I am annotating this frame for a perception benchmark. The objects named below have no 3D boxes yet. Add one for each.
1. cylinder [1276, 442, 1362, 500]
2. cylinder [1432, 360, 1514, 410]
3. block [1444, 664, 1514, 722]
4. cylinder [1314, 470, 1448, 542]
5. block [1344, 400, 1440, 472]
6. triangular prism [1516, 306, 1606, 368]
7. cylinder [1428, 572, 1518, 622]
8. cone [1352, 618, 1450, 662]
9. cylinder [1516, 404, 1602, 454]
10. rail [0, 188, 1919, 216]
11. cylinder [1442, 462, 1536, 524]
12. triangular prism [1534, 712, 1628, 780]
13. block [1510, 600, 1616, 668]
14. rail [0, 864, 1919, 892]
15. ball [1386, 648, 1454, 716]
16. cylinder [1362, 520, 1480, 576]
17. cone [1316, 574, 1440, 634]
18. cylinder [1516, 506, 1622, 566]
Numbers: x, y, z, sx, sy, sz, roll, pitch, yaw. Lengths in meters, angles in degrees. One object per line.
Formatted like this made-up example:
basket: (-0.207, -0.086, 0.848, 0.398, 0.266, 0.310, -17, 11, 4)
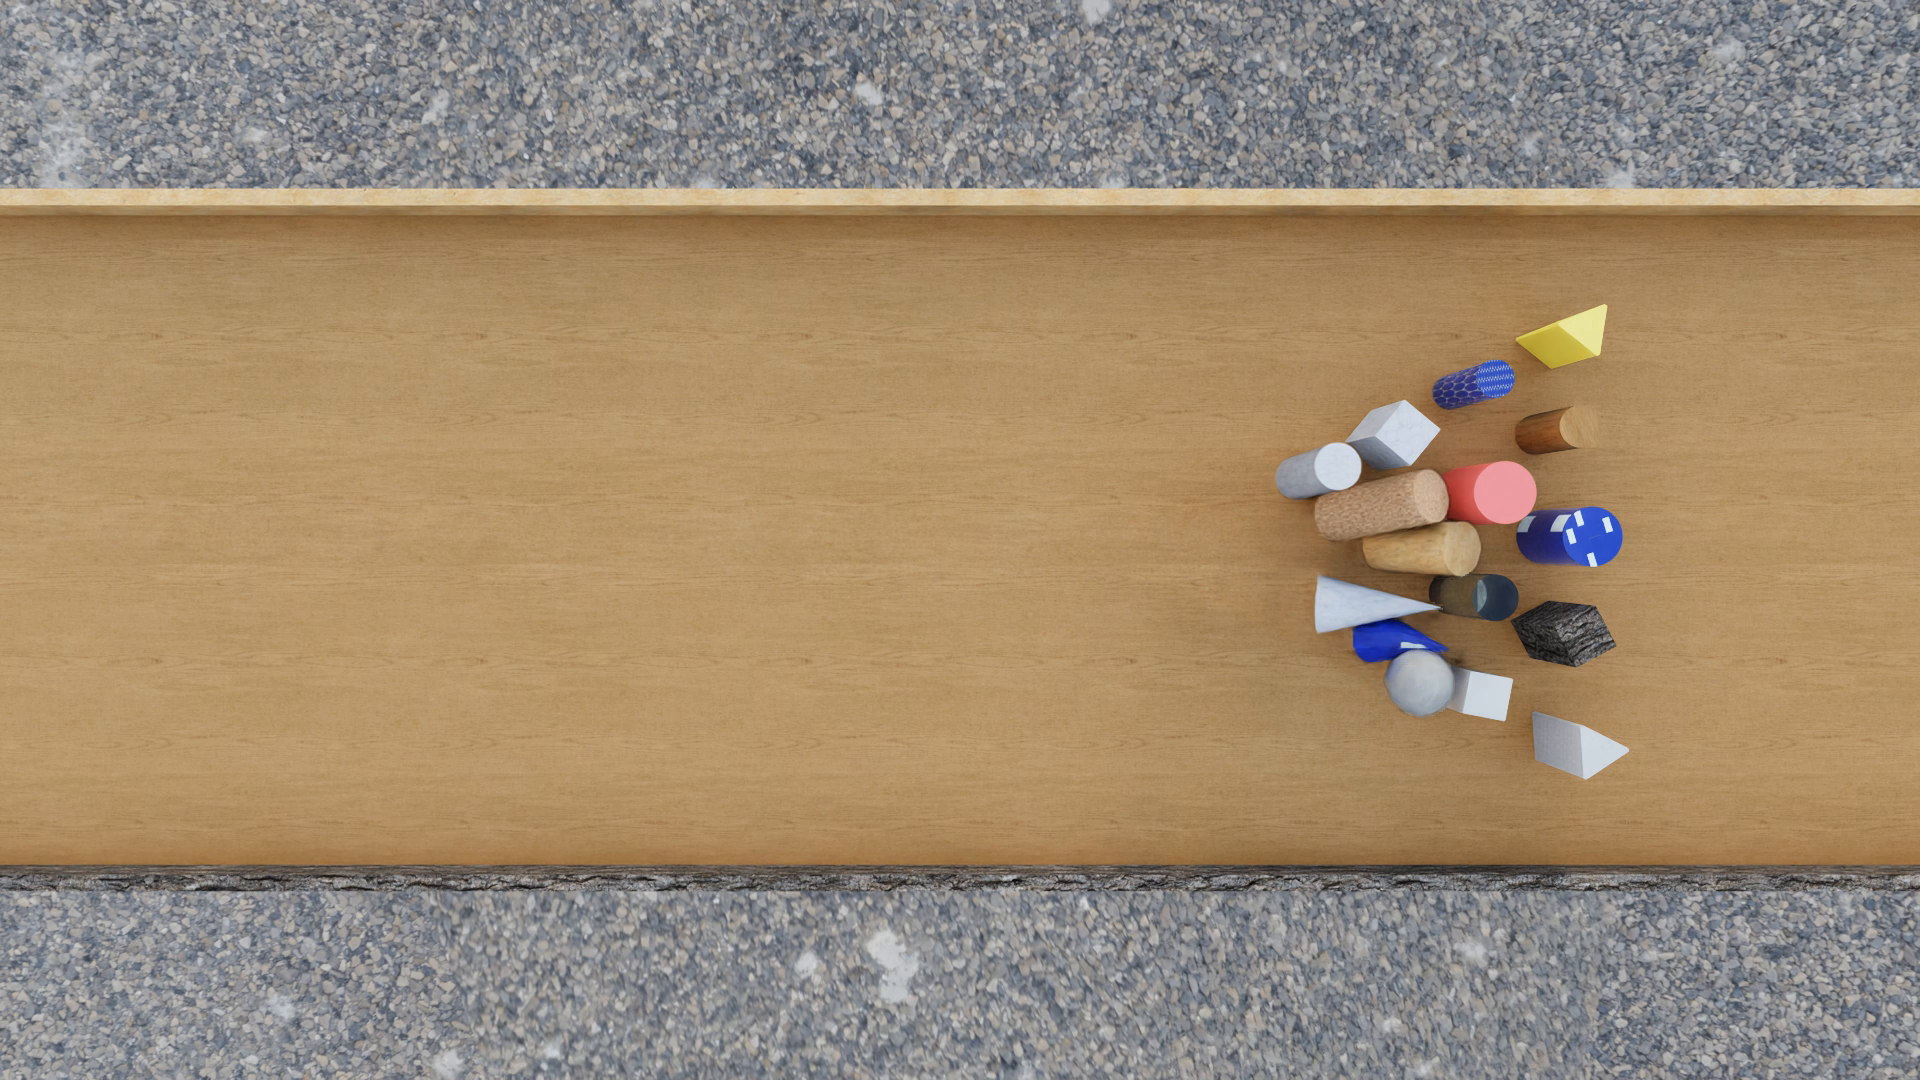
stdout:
cylinder: (1.048, -0.199, 4.852, 0.134, 0.441, 0.134, 0, 88, -4)
cylinder: (1.507, -0.454, 4.858, 0.107, 0.436, 0.107, 0, 90, 0)
block: (1.516, 0.448, 4.906, 0.124, 0.341, 0.124, 11, 90, 0)
cylinder: (1.244, -0.098, 4.883, 0.157, 0.369, 0.157, 8, 76, -36)
block: (1.273, -0.305, 4.882, 0.133, 0.389, 0.133, 40, 90, 0)
triangular prism: (1.806, -0.622, 4.894, 0.146, 0.365, 0.126, 39, 90, 0)
cylinder: (1.509, 0.163, 4.862, 0.133, 0.429, 0.133, 0, 90, 0)
cone: (1.339, 0.304, 4.897, 0.168, 0.316, 0.168, -3, 96, -29)
cylinder: (1.770, -0.324, 4.888, 0.123, 0.377, 0.123, 0, 90, 0)
rail: (-2.247, -1.025, 5.002, 12.000, 0.150, 0.050, 0, 90, 0)
cylinder: (1.548, -0.135, 4.880, 0.178, 0.393, 0.178, 0, 90, 0)
triangular prism: (1.800, 0.583, 4.878, 0.150, 0.396, 0.130, -33, 90, 0)
block: (1.782, 0.275, 4.885, 0.131, 0.382, 0.131, -28, 90, 0)
rail: (-2.247, 1.025, 5.001, 12.000, 0.150, 0.050, 0, 90, 0)
ball: (1.333, 0.413, 4.786, 0.193, 0.193, 0.193, 0, 90, 0)
cylinder: (1.370, 0.020, 4.904, 0.160, 0.307, 0.160, -2, 93, -33)
cone: (1.257, 0.197, 4.938, 0.365, 0.179, 0.179, 1, 90, 17)
cylinder: (1.797, -0.010, 4.880, 0.170, 0.392, 0.170, 0, 90, 0)
